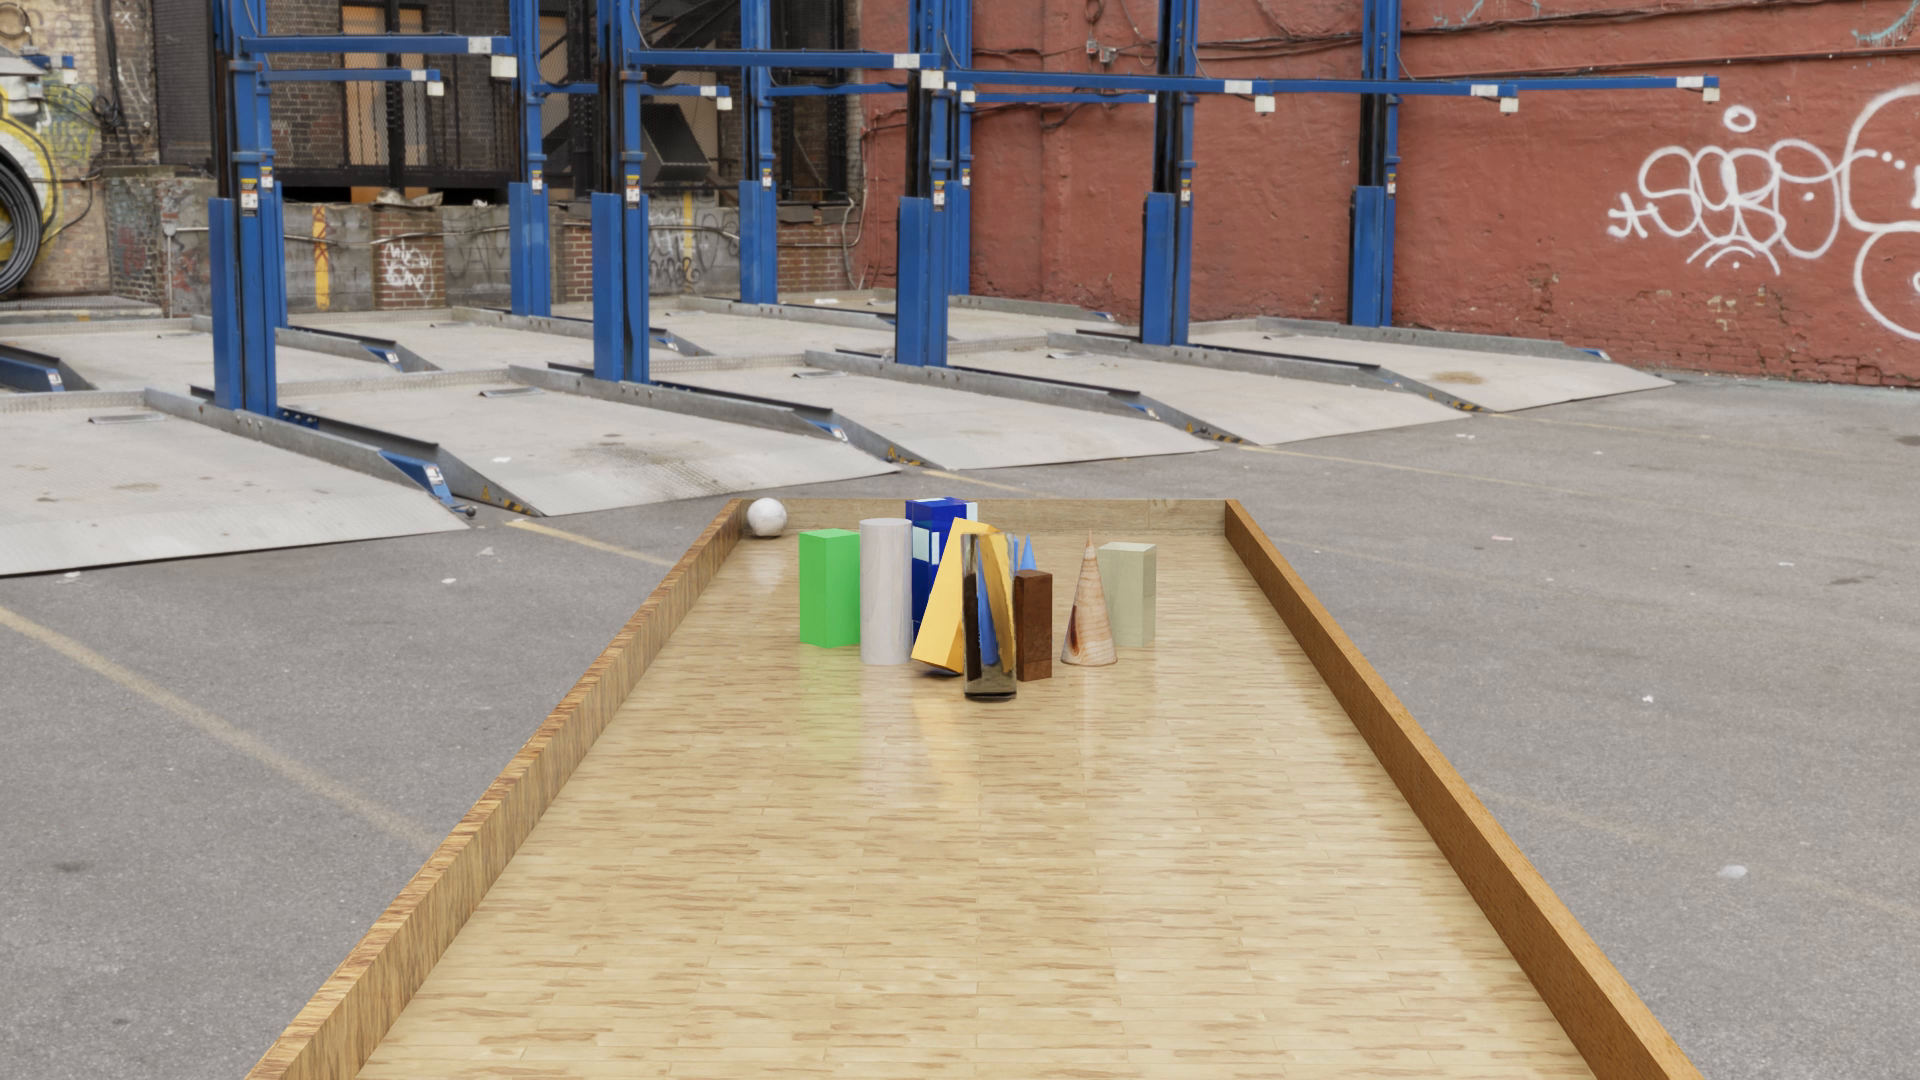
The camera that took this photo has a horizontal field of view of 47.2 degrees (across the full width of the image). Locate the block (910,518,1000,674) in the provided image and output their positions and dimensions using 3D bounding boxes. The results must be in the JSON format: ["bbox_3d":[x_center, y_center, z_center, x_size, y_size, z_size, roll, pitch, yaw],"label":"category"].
[{"bbox_3d":[-0.001,0.165,6.502,0.121,0.435,0.121,13,-9,31],"label":"block"}]

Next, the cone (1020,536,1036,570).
[{"bbox_3d":[0.215,0.147,6.962,0.161,0.351,0.161,0,9,0],"label":"cone"}]

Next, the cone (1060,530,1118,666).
[{"bbox_3d":[0.392,0.163,6.657,0.175,0.414,0.175,0,9,0],"label":"cone"}]

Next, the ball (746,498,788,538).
[{"bbox_3d":[-0.795,-0.090,9.048,0.167,0.167,0.167,0,9,0],"label":"ball"}]

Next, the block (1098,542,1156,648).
[{"bbox_3d":[0.527,0.171,6.959,0.150,0.304,0.150,3,10,21],"label":"block"}]

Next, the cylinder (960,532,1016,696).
[{"bbox_3d":[0.082,0.208,6.200,0.150,0.453,0.150,-1,1,0],"label":"cylinder"}]

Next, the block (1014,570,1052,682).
[{"bbox_3d":[0.197,0.250,6.447,0.105,0.309,0.105,-7,11,-36],"label":"block"}]

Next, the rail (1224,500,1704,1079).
[{"bbox_3d":[1.046,0.843,3.208,0.050,0.150,12.000,0,9,1],"label":"rail"}]

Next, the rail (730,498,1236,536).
[{"bbox_3d":[0.099,-0.098,9.147,2.100,0.150,0.050,0,9,1],"label":"rail"}]

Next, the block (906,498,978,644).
[{"bbox_3d":[-0.059,0.104,6.911,0.164,0.451,0.164,-5,11,-31],"label":"block"}]

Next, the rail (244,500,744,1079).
[{"bbox_3d":[-1.004,0.839,3.234,0.050,0.150,12.000,0,9,1],"label":"rail"}]

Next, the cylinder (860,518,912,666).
[{"bbox_3d":[-0.225,0.155,6.675,0.159,0.425,0.159,0,9,0],"label":"cylinder"}]

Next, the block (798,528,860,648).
[{"bbox_3d":[-0.407,0.151,6.943,0.143,0.349,0.143,-7,12,-39],"label":"block"}]

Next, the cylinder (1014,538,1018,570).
[{"bbox_3d":[0.087,0.178,6.694,0.172,0.366,0.172,2,8,0],"label":"cylinder"}]
